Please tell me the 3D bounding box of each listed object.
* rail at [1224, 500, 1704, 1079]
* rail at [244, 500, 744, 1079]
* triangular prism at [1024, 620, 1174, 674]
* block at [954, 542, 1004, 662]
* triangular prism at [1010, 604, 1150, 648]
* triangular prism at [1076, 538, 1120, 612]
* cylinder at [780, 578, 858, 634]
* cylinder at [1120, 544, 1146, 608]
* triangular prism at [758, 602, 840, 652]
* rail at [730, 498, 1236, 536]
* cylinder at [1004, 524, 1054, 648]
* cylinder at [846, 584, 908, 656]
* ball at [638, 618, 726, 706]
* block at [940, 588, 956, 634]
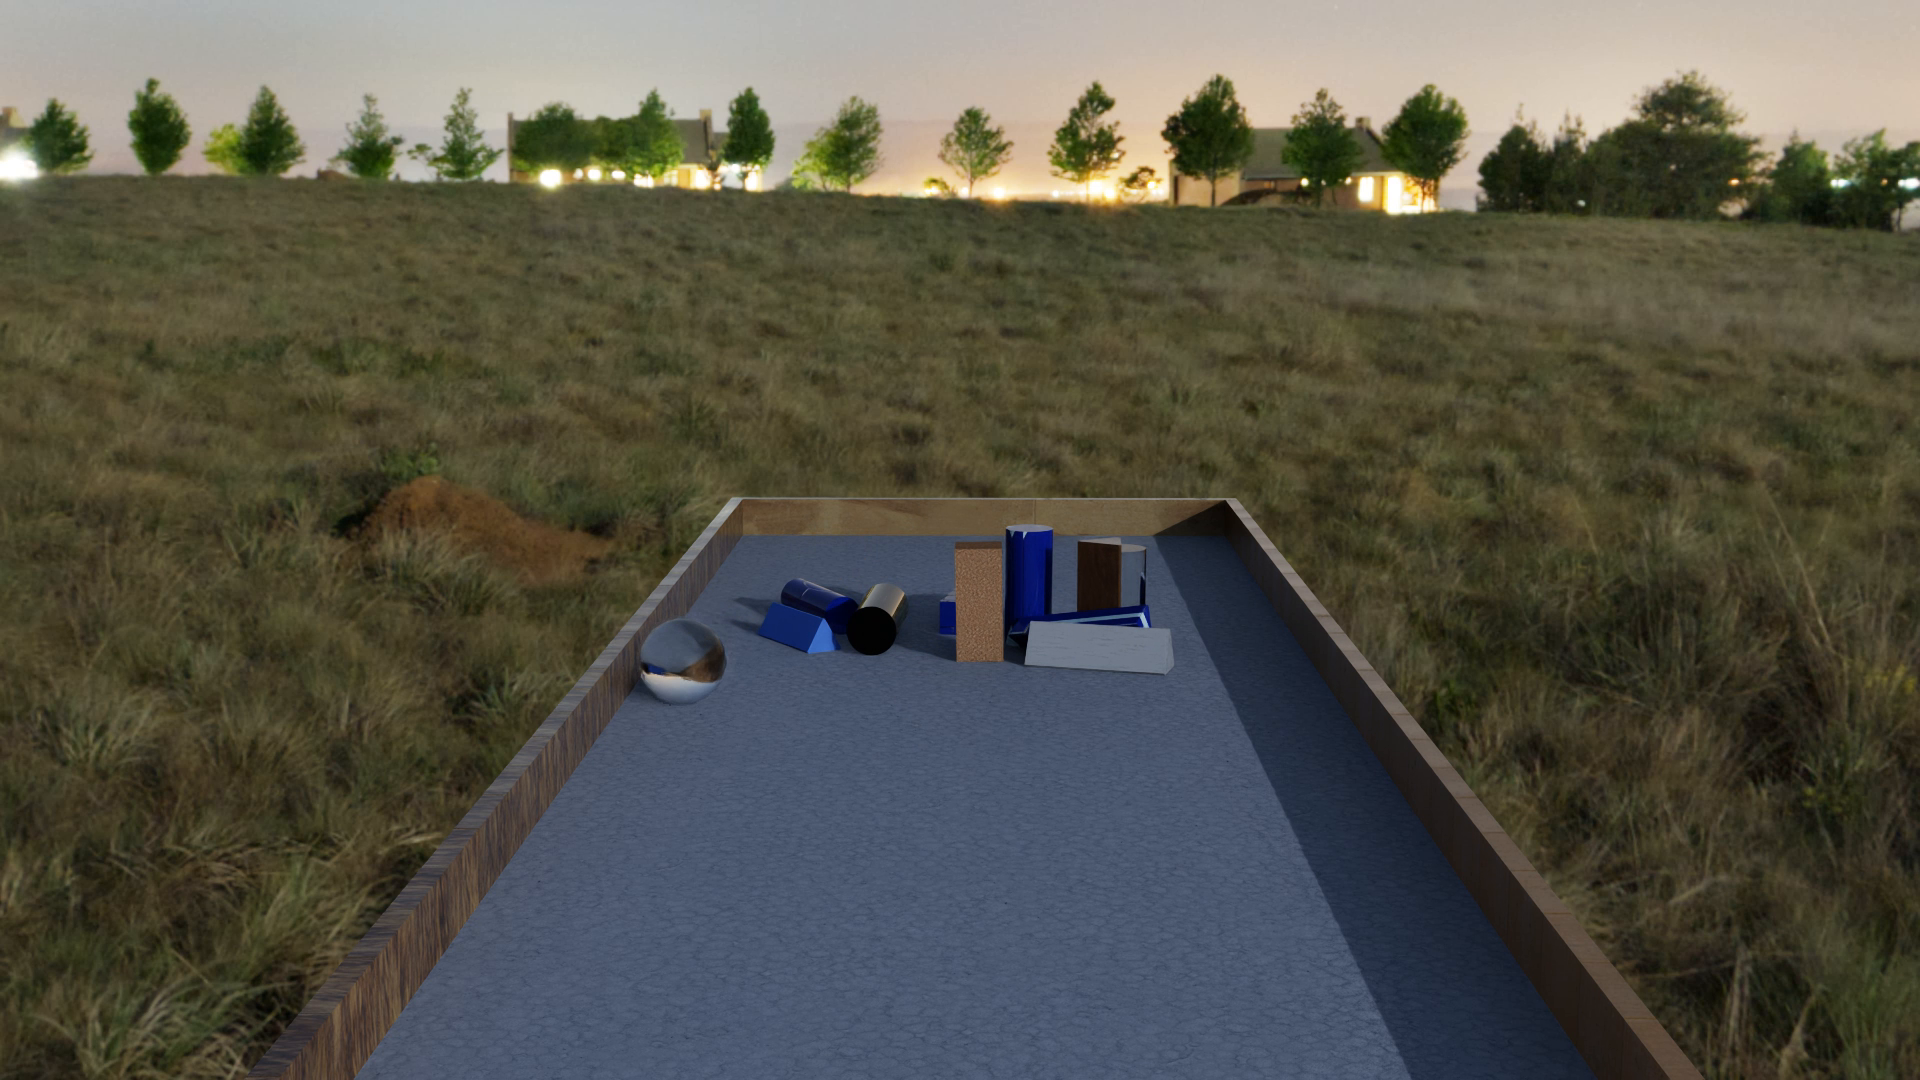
[{"bbox_3d":[1.046,0.843,3.208,0.050,0.150,12.000,0,9,1],"label":"rail"},{"bbox_3d":[-1.004,0.839,3.234,0.050,0.150,12.000,0,9,1],"label":"rail"},{"bbox_3d":[0.419,0.315,6.601,0.427,0.125,0.144,3,10,17],"label":"triangular prism"},{"bbox_3d":[0.059,0.187,6.716,0.142,0.346,0.142,-1,9,1],"label":"block"},{"bbox_3d":[0.371,0.256,6.724,0.451,0.085,0.098,-7,-31,33],"label":"triangular prism"},{"bbox_3d":[0.457,0.175,6.770,0.149,0.355,0.129,6,11,32],"label":"triangular prism"},{"bbox_3d":[-0.462,0.217,7.244,0.124,0.124,0.377,-4,10,-26],"label":"cylinder"},{"bbox_3d":[0.504,0.176,6.919,0.160,0.306,0.160,0,9,0],"label":"cylinder"},{"bbox_3d":[-0.511,0.271,6.955,0.117,0.101,0.334,-6,11,-32],"label":"triangular prism"},{"bbox_3d":[0.099,-0.098,9.147,2.100,0.150,0.050,0,9,1],"label":"rail"},{"bbox_3d":[0.217,0.143,6.930,0.149,0.366,0.149,0,9,0],"label":"cylinder"},{"bbox_3d":[-0.258,0.248,6.953,0.154,0.154,0.404,1,9,4],"label":"cylinder"},{"bbox_3d":[-0.770,0.338,6.106,0.242,0.242,0.242,0,9,0],"label":"ball"},{"bbox_3d":[0.034,0.219,7.284,0.108,0.108,0.438,2,9,12],"label":"block"}]
